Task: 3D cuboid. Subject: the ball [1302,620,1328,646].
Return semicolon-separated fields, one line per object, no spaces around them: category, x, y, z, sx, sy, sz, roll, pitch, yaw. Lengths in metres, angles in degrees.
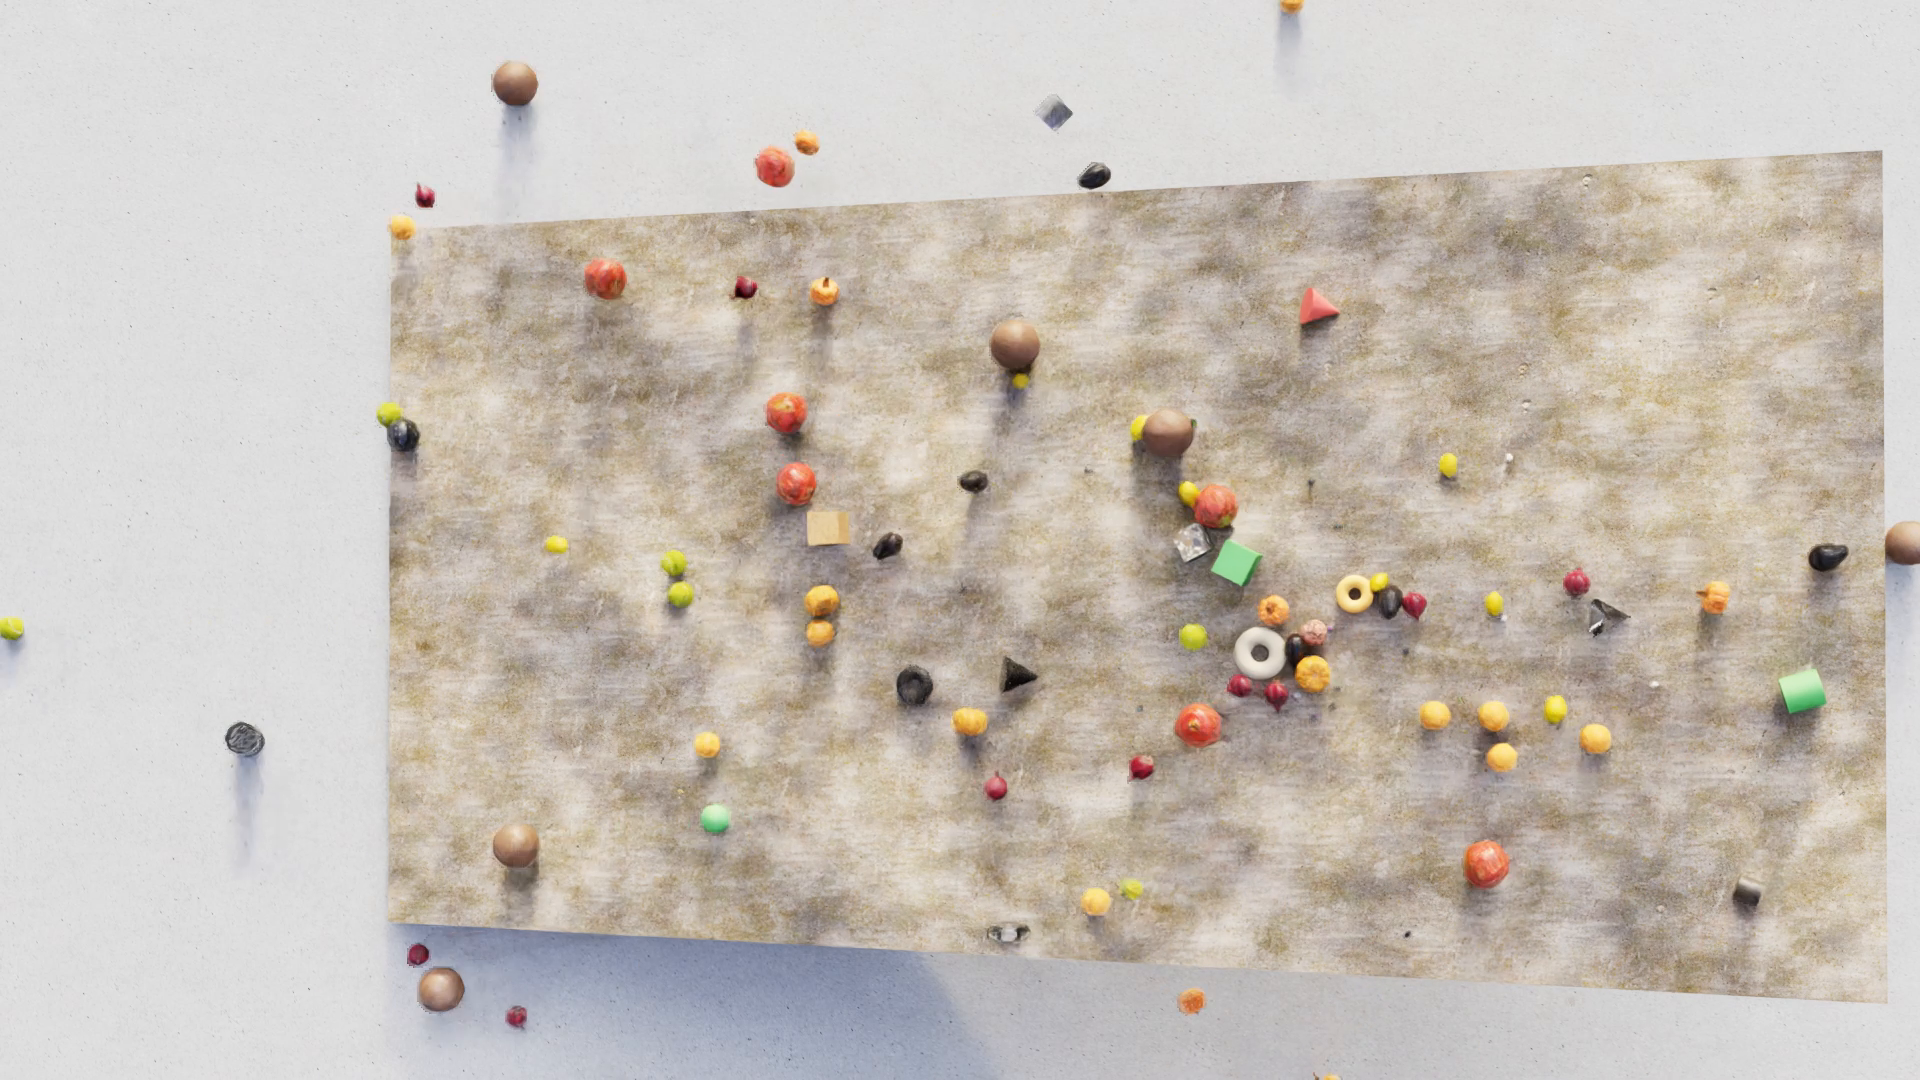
ball;0.889;0.233;5.516;0.064;0.064;0.064;0;89;0

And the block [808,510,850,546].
block;-0.352;-0.032;5.901;0.087;0.087;0.087;-3;88;17

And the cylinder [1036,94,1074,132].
cylinder;0.267;-1.208;6.220;0.077;0.077;0.077;-44;89;11

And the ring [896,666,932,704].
ring;-0.121;0.386;5.850;0.102;0.034;0.102;0;89;19

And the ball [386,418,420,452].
ball;-1.593;-0.300;6.291;0.096;0.096;0.096;0;89;0

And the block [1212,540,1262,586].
block;0.701;0.058;5.568;0.087;0.087;0.087;28;97;16

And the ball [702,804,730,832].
ball;-0.667;0.759;5.994;0.077;0.077;0.077;0;89;0

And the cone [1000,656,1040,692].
cone;0.161;0.355;5.756;0.098;0.098;0.098;5;89;-9

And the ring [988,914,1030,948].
ring;0.127;1.019;5.720;0.112;0.112;0.037;-20;119;0

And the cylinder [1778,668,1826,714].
cylinder;1.977;0.355;5.161;0.086;0.086;0.086;-17;89;17

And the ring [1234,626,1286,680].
ring;0.760;0.287;5.568;0.136;0.045;0.136;-1;88;18

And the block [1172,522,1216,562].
block;0.597;0.006;5.607;0.076;0.076;0.076;-28;81;15

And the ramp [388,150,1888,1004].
ramp;0.275;0.093;5.800;4.000;0.100;2.000;0;89;18

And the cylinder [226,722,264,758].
cylinder;-2.074;0.580;6.380;0.091;0.091;0.091;1;78;-6

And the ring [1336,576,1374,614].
ring;0.989;0.136;5.505;0.096;0.032;0.096;-1;88;18

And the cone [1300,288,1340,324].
cone;0.916;-0.580;5.533;0.091;0.091;0.091;11;89;-9
